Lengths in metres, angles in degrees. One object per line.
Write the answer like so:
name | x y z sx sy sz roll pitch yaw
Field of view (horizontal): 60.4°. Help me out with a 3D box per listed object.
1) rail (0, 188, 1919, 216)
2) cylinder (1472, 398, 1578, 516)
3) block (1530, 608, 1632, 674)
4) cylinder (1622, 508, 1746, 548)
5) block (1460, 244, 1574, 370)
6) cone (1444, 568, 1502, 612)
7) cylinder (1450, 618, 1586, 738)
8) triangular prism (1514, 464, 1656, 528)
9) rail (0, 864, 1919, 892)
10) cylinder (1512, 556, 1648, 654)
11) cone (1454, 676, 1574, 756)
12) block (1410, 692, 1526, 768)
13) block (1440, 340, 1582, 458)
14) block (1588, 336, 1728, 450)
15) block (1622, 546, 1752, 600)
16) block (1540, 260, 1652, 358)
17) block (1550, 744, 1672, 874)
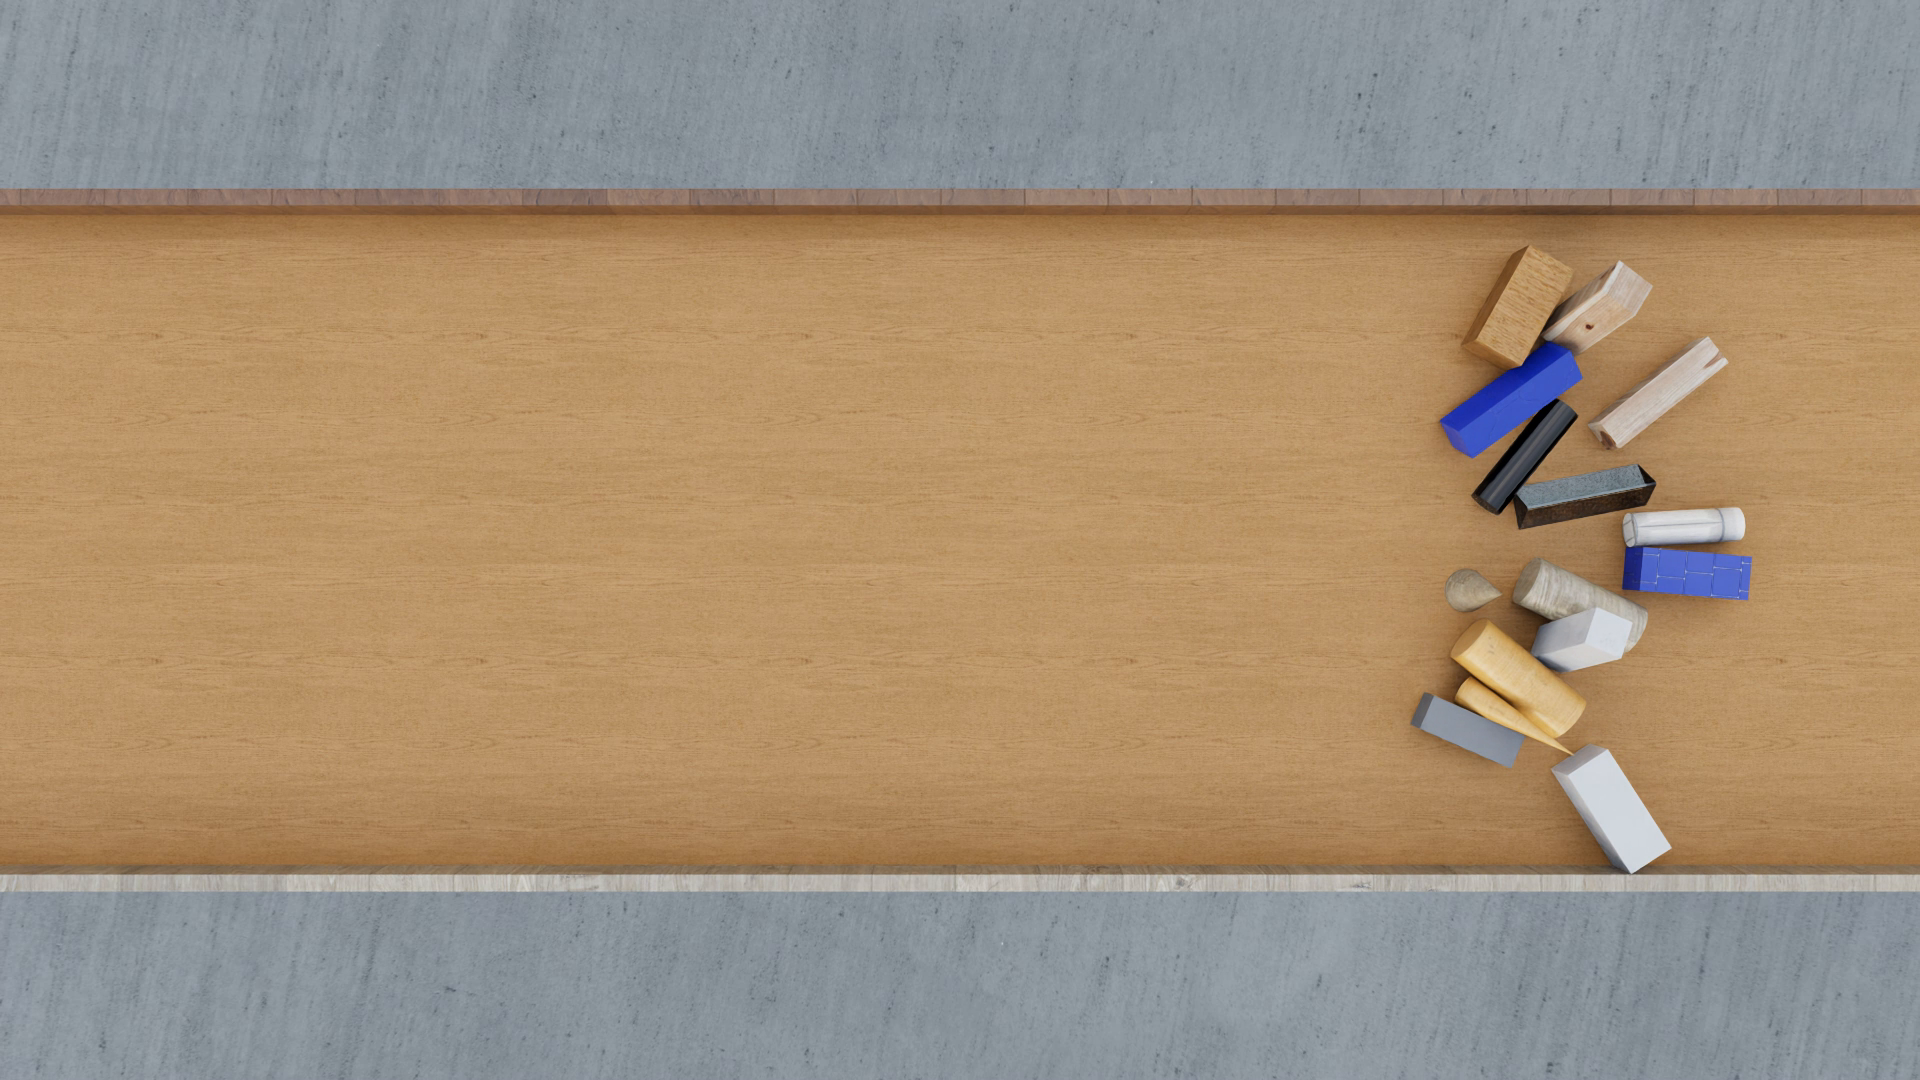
rail | -2.247 -1.025 5.002 12.000 0.150 0.050 0 90 0
cylinder | 1.720 -0.255 5.025 0.103 0.103 0.380 39 90 0
block | 1.830 0.300 4.878 0.112 0.382 0.112 23 78 0
cylinder | 2.203 -0.039 5.025 0.329 0.104 0.104 -3 90 0
block | 1.688 -0.701 4.998 0.156 0.156 0.327 29 90 0
cone | 1.558 0.156 4.905 0.135 0.344 0.135 0 90 0
cylinder | 1.690 0.418 4.997 0.384 0.160 0.160 40 90 0
triangular prism | 1.902 -0.134 5.018 0.395 0.111 0.128 -11 90 0
rail | -2.247 1.025 5.001 12.000 0.150 0.050 0 90 0
cylinder | 1.878 0.197 4.998 0.356 0.156 0.156 25 90 0
cone | 1.669 0.546 4.923 0.381 0.104 0.104 33 90 36
block | 1.544 0.579 5.022 0.301 0.108 0.108 24 90 0
block | 1.671 -0.426 5.003 0.413 0.109 0.109 -36 117 0
block | 2.124 -0.446 5.026 0.417 0.101 0.101 -38 90 0
block | 2.206 0.101 5.011 0.327 0.131 0.131 5 90 0
block | 1.888 -0.681 4.904 0.124 0.322 0.124 37 69 0
block | 1.973 0.813 5.005 0.144 0.144 0.351 -33 90 0
